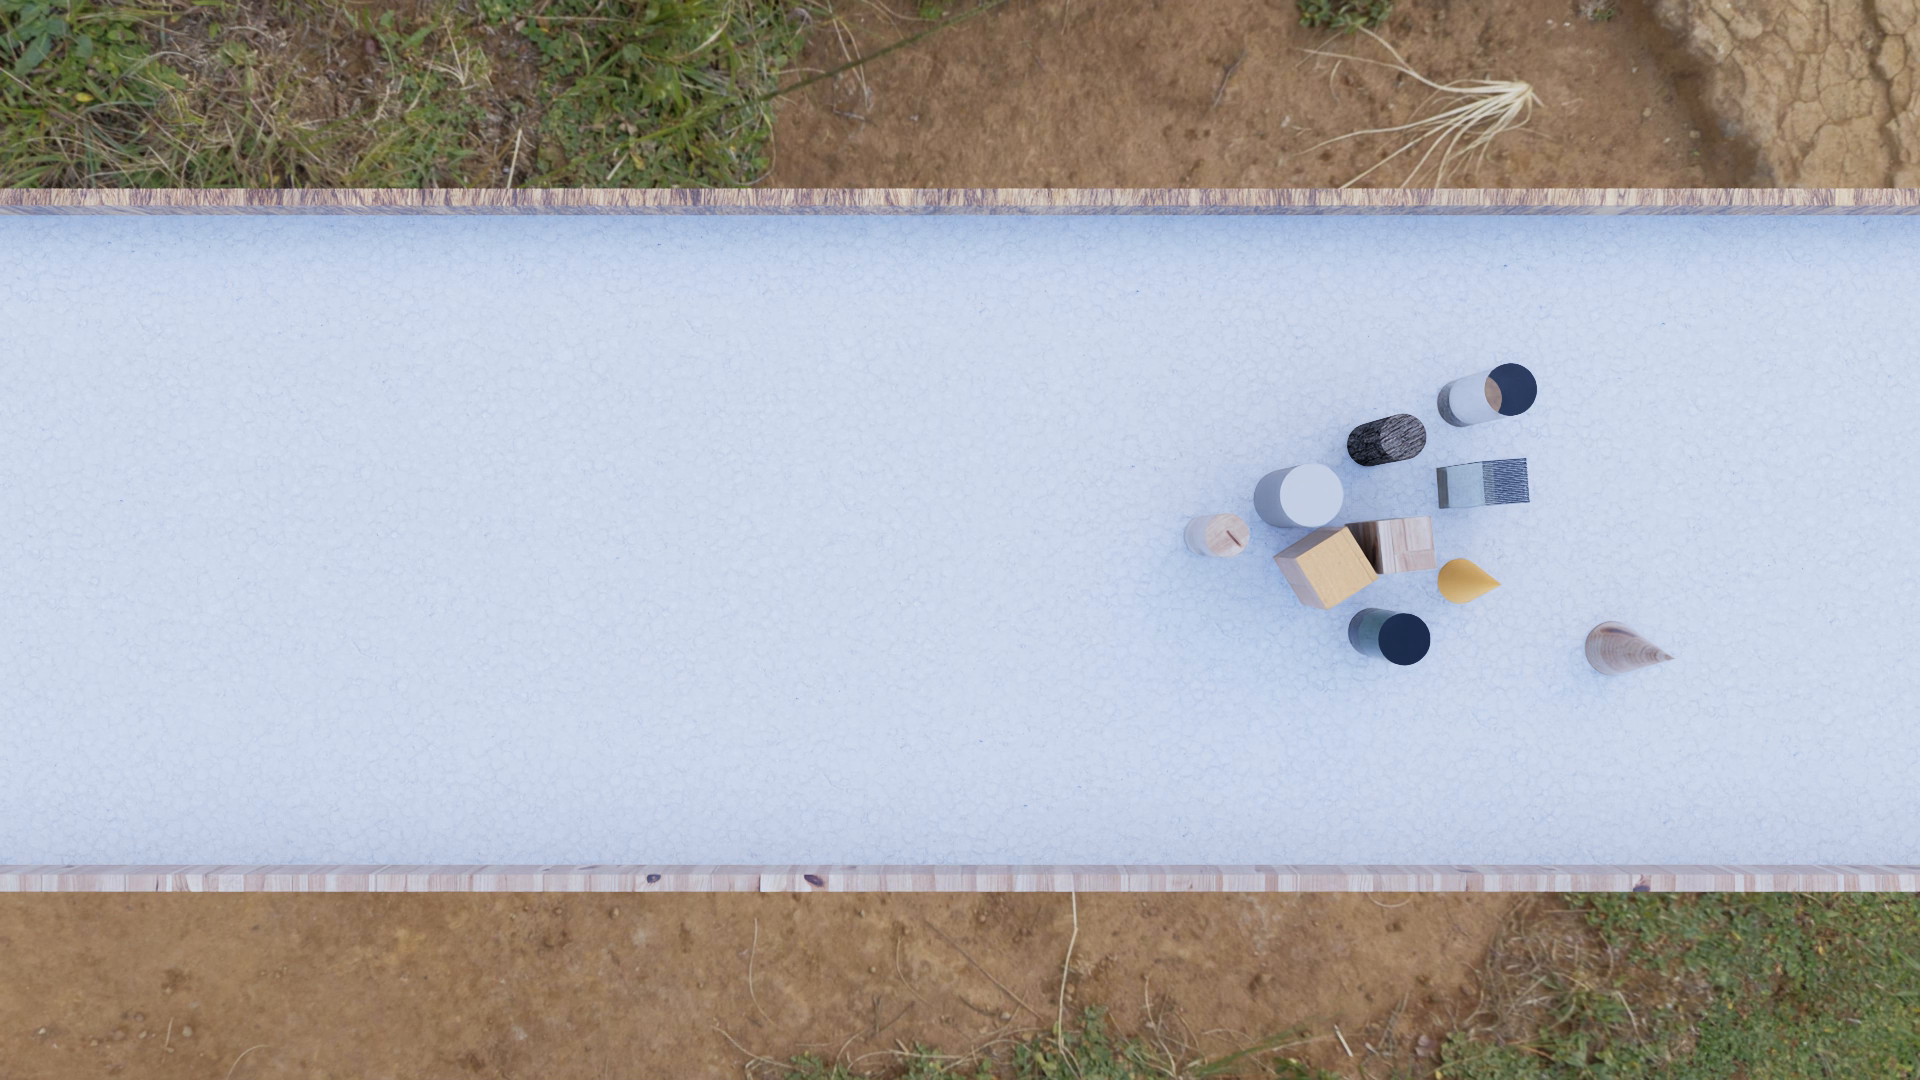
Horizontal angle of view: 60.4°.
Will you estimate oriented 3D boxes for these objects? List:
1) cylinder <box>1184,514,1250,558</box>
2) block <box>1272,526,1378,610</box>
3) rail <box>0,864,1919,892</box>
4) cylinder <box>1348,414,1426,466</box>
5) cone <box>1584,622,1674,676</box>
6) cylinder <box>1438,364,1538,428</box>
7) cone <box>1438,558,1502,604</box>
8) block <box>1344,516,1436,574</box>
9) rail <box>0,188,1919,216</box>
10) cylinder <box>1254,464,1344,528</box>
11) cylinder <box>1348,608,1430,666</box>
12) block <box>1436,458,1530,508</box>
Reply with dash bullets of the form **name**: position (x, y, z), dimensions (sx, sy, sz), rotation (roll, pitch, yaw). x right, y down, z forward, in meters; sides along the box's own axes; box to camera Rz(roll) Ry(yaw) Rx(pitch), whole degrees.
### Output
- **cylinder**: position (0.751, -0.013, 4.854), dimensions (0.125, 0.444, 0.125), rotation (0, 90, 0)
- **block**: position (1.080, 0.081, 4.896), dimensions (0.174, 0.359, 0.174), rotation (-32, 90, 1)
- **rail**: position (-2.247, 1.025, 5.001), dimensions (12.000, 0.150, 0.050), rotation (0, 90, 0)
- **cylinder**: position (1.257, -0.293, 4.877), dimensions (0.133, 0.399, 0.133), rotation (0, 90, 0)
- **cone**: position (2.007, 0.333, 4.852), dimensions (0.168, 0.449, 0.168), rotation (0, 90, 0)
- **cylinder**: position (1.542, -0.422, 4.847), dimensions (0.149, 0.458, 0.149), rotation (0, 90, 0)
- **cone**: position (1.540, 0.127, 4.881), dimensions (0.139, 0.390, 0.139), rotation (0, 90, 0)
- **block**: position (1.270, 0.015, 4.886), dimensions (0.152, 0.378, 0.152), rotation (-6, 90, -1)
- **rail**: position (-2.247, -1.025, 5.002), dimensions (12.000, 0.150, 0.050), rotation (0, 90, 0)
- **cylinder**: position (0.993, -0.127, 4.867), dimensions (0.180, 0.419, 0.180), rotation (0, 90, 0)
- **cylinder**: position (1.269, 0.284, 4.893), dimensions (0.151, 0.367, 0.151), rotation (0, 90, 0)
- **block**: position (1.533, -0.163, 4.854), dimensions (0.126, 0.444, 0.126), rotation (-4, 90, 0)
